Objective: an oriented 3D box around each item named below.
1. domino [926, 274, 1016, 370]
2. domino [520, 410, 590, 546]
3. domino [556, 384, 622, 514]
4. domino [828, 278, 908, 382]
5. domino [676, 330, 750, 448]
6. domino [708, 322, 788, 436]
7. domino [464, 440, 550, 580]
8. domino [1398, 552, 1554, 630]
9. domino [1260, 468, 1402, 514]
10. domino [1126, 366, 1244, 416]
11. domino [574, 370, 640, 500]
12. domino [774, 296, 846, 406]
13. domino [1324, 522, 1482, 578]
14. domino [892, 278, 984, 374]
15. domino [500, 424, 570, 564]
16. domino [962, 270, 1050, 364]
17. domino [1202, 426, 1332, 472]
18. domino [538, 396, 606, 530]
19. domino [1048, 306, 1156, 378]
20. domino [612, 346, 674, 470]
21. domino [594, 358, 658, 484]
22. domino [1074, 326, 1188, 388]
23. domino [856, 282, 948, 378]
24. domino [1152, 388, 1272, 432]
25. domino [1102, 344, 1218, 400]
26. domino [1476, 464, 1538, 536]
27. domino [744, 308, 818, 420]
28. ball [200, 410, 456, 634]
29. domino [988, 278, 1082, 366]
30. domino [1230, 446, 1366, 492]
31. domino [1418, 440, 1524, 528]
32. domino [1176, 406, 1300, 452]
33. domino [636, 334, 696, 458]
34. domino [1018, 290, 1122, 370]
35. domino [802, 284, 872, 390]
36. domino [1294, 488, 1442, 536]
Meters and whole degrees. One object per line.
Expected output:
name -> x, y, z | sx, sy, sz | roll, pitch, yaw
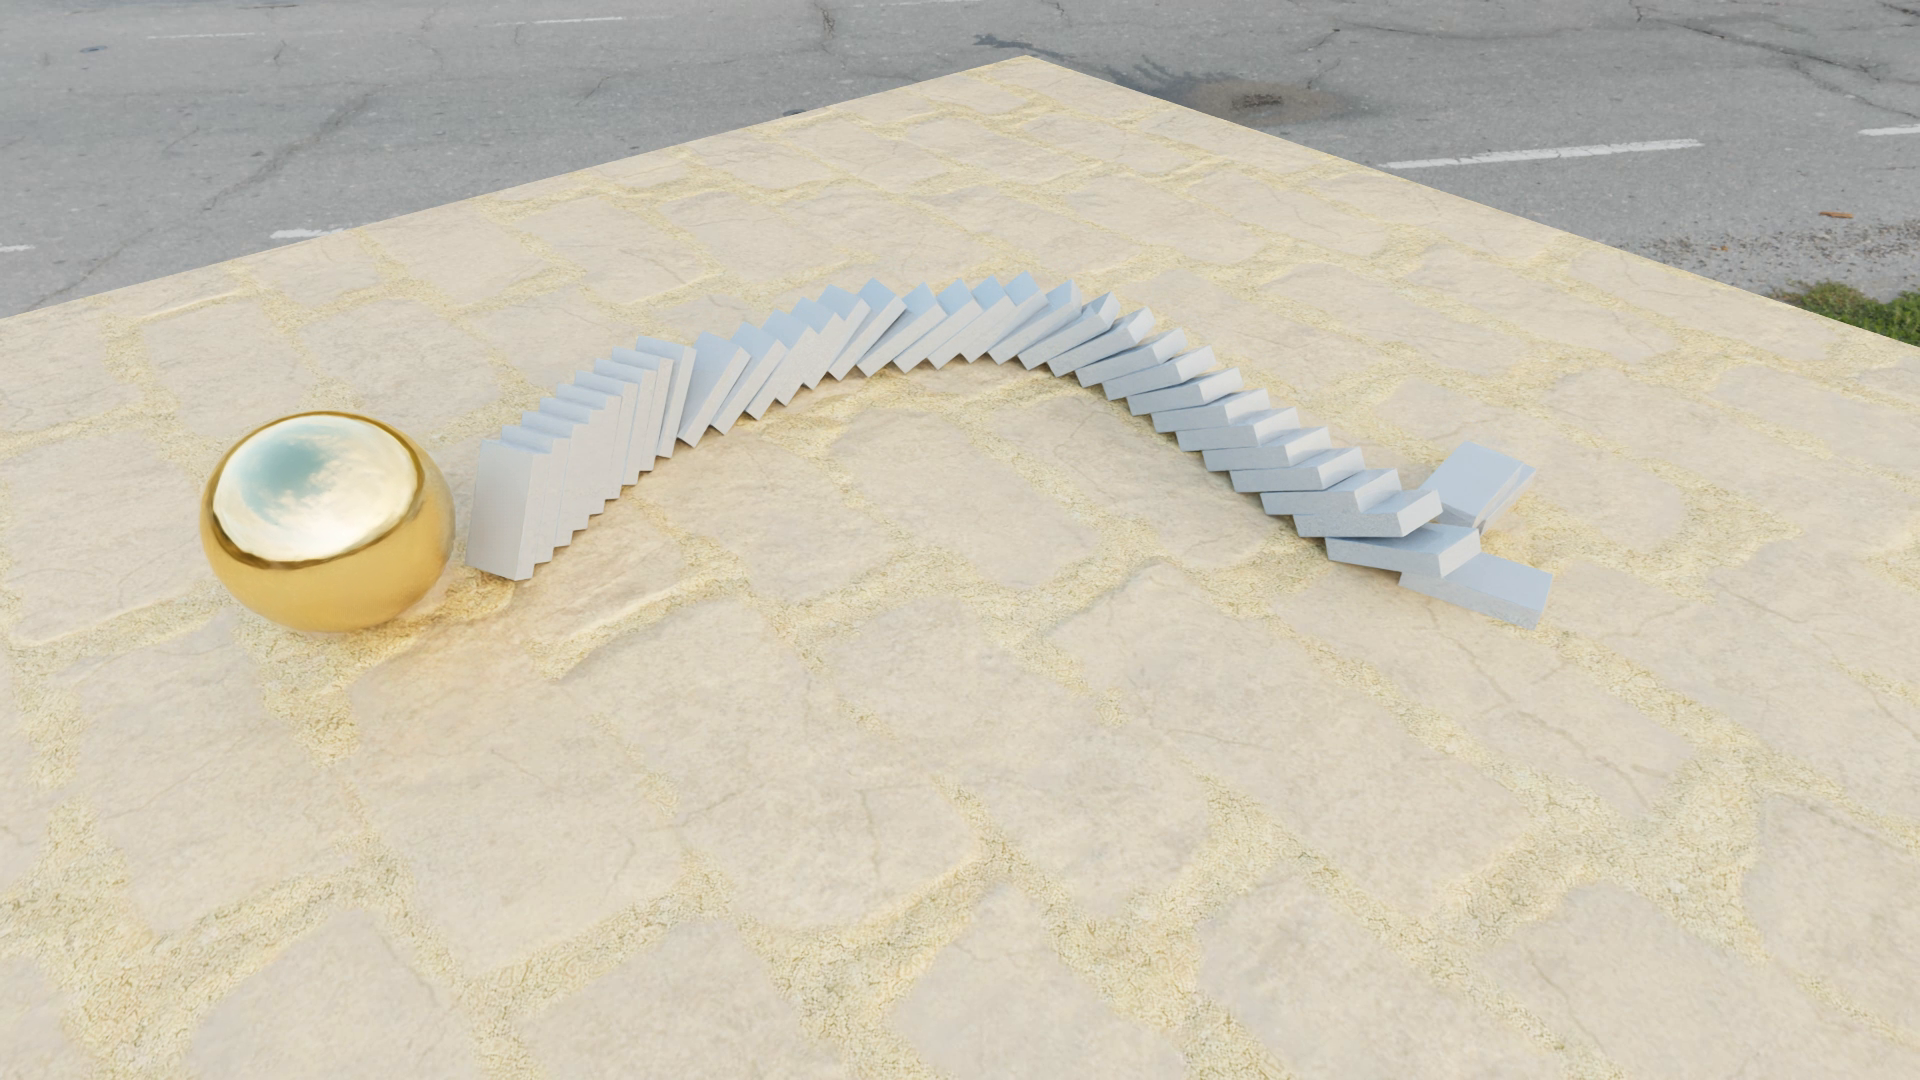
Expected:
domino -> 0.003, -0.110, 0.556 | 0.050, 0.010, 0.025 | -37, 39, 11
domino -> -0.167, -0.025, 0.444 | 0.025, 0.050, 0.009 | 15, 9, 18
domino -> -0.159, -0.038, 0.460 | 0.025, 0.050, 0.010 | 15, 9, 17
domino -> -0.052, -0.106, 0.550 | 0.050, 0.010, 0.025 | -47, 48, 2
domino -> -0.120, -0.070, 0.507 | 0.025, 0.009, 0.050 | 26, 81, 29
domino -> -0.106, -0.076, 0.515 | 0.025, 0.010, 0.050 | 31, 83, 32
domino -> -0.176, -0.012, 0.428 | 0.025, 0.050, 0.009 | 15, 9, 17
domino -> 0.199, 0.015, 0.425 | 0.050, 0.010, 0.025 | 21, 44, 24
domino -> 0.150, -0.019, 0.447 | 0.025, 0.009, 0.050 | -25, 13, -26
domino -> 0.103, -0.068, 0.506 | 0.025, 0.010, 0.050 | -25, 12, -28
domino -> -0.154, -0.045, 0.468 | 0.025, 0.050, 0.010 | 15, 9, 18
domino -> -0.080, -0.092, 0.534 | 0.025, 0.009, 0.050 | 31, 84, 33
domino -> 0.170, 0.002, 0.425 | 0.025, 0.009, 0.050 | -25, 20, -28
domino -> -0.014, -0.108, 0.554 | 0.050, 0.010, 0.025 | -37, 39, 11
domino -> -0.172, -0.018, 0.436 | 0.025, 0.050, 0.009 | 15, 9, 17
domino -> 0.020, -0.114, 0.560 | 0.050, 0.009, 0.025 | -36, 37, 12
domino -> 0.131, -0.039, 0.471 | 0.025, 0.009, 0.050 | -23, 12, -26
domino -> -0.163, -0.031, 0.452 | 0.025, 0.050, 0.009 | 15, 9, 17
domino -> 0.069, -0.097, 0.540 | 0.050, 0.010, 0.025 | -17, 23, 43
domino -> -0.144, -0.058, 0.485 | 0.025, 0.050, 0.009 | 15, 8, 18
domino -> -0.149, -0.051, 0.476 | 0.025, 0.050, 0.009 | 15, 8, 18
domino -> 0.082, -0.088, 0.529 | 0.025, 0.009, 0.050 | -36, 17, -36
domino -> -0.032, -0.106, 0.552 | 0.050, 0.010, 0.025 | -36, 41, 11
domino -> 0.112, -0.058, 0.494 | 0.025, 0.009, 0.050 | -23, 12, -26
domino -> 0.093, -0.078, 0.518 | 0.025, 0.009, 0.050 | -30, 13, -31
domino -> 0.222, -0.021, 0.469 | 0.025, 0.009, 0.050 | 32, 49, 33
domino -> -0.092, -0.084, 0.524 | 0.025, 0.009, 0.050 | 31, 84, 33
ball -> -0.225, -0.006, 0.396 | 0.080, 0.080, 0.080 | 0, 39, 0
domino -> 0.038, -0.110, 0.556 | 0.050, 0.009, 0.025 | -27, 31, 26
domino -> 0.140, -0.029, 0.459 | 0.025, 0.010, 0.050 | -23, 12, -26
domino -> 0.210, -0.022, 0.456 | 0.025, 0.009, 0.050 | 30, 48, 31
domino -> 0.121, -0.048, 0.483 | 0.025, 0.009, 0.050 | -23, 12, -26
domino -> -0.137, -0.064, 0.494 | 0.025, 0.050, 0.009 | 15, 3, 18
domino -> 0.054, -0.104, 0.548 | 0.050, 0.010, 0.025 | -22, 25, 36
domino -> -0.069, -0.101, 0.544 | 0.025, 0.010, 0.050 | 31, 84, 36
domino -> 0.160, -0.010, 0.435 | 0.025, 0.009, 0.050 | -26, 13, -28
